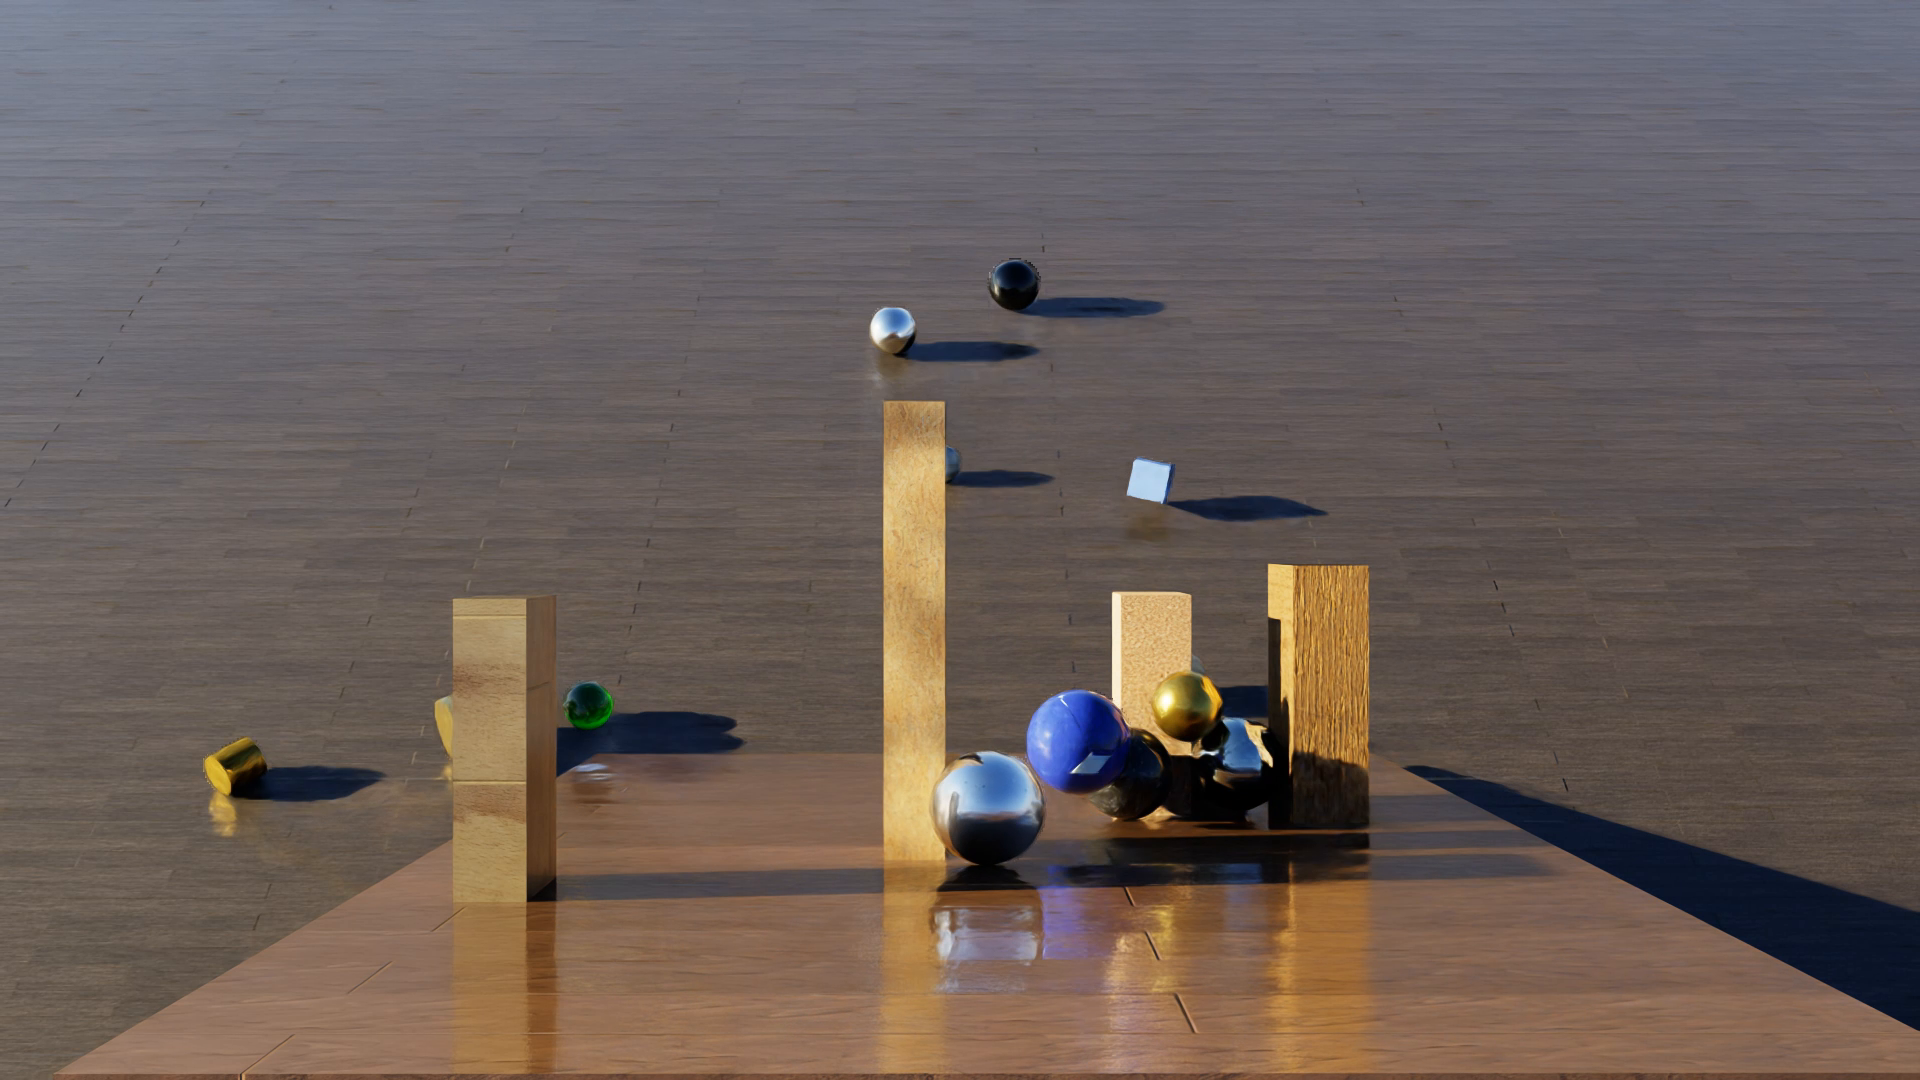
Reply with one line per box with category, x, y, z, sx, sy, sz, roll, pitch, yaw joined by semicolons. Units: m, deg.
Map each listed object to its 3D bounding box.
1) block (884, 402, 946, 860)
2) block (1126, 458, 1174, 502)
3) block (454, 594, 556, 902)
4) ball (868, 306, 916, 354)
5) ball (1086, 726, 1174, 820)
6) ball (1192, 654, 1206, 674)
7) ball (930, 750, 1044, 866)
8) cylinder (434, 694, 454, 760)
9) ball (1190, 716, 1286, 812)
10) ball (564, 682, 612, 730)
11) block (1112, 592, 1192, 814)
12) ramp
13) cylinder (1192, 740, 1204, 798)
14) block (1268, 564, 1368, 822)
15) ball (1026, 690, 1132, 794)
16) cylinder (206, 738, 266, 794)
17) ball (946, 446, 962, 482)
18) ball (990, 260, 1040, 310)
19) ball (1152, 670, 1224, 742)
block;-0.078;0.155;4.560;0.105;0.787;0.246;0;0;0
block;0.581;-0.182;7.895;0.112;0.112;0.112;13;6;9
block;-0.713;0.319;4.068;0.111;0.460;0.293;0;0;0
ball;-0.230;-0.717;8.856;0.165;0.165;0.165;0;30;0
ball;0.328;0.457;5.080;0.184;0.184;0.184;0;30;0
ball;0.586;0.373;6.980;0.157;0.157;0.157;0;30;0
ball;0.046;0.452;4.371;0.195;0.195;0.195;0;30;0
cylinder;-1.246;0.474;6.760;0.189;0.189;0.189;-20;36;-27
ball;0.552;0.445;5.147;0.187;0.187;0.187;0;30;0
ball;-0.990;0.441;6.889;0.130;0.130;0.130;0;30;0
block;0.392;0.329;5.313;0.141;0.439;0.281;0;0;0
ramp;0.067;0.599;4.658;2.000;0.100;4.000;0;0;0
cylinder;0.531;0.480;5.487;0.137;0.137;0.137;0;30;-2
block;0.720;0.299;5.220;0.147;0.499;0.402;0;0;0
ball;0.225;0.383;4.905;0.199;0.199;0.199;0;30;0
cylinder;-1.864;0.582;6.661;0.109;0.109;0.109;24;40;35
ball;-0.053;-0.239;8.081;0.114;0.114;0.114;0;30;0
ball;0.192;-0.902;9.164;0.178;0.178;0.178;0;30;0
ball;0.448;0.327;5.100;0.141;0.141;0.141;0;30;0
